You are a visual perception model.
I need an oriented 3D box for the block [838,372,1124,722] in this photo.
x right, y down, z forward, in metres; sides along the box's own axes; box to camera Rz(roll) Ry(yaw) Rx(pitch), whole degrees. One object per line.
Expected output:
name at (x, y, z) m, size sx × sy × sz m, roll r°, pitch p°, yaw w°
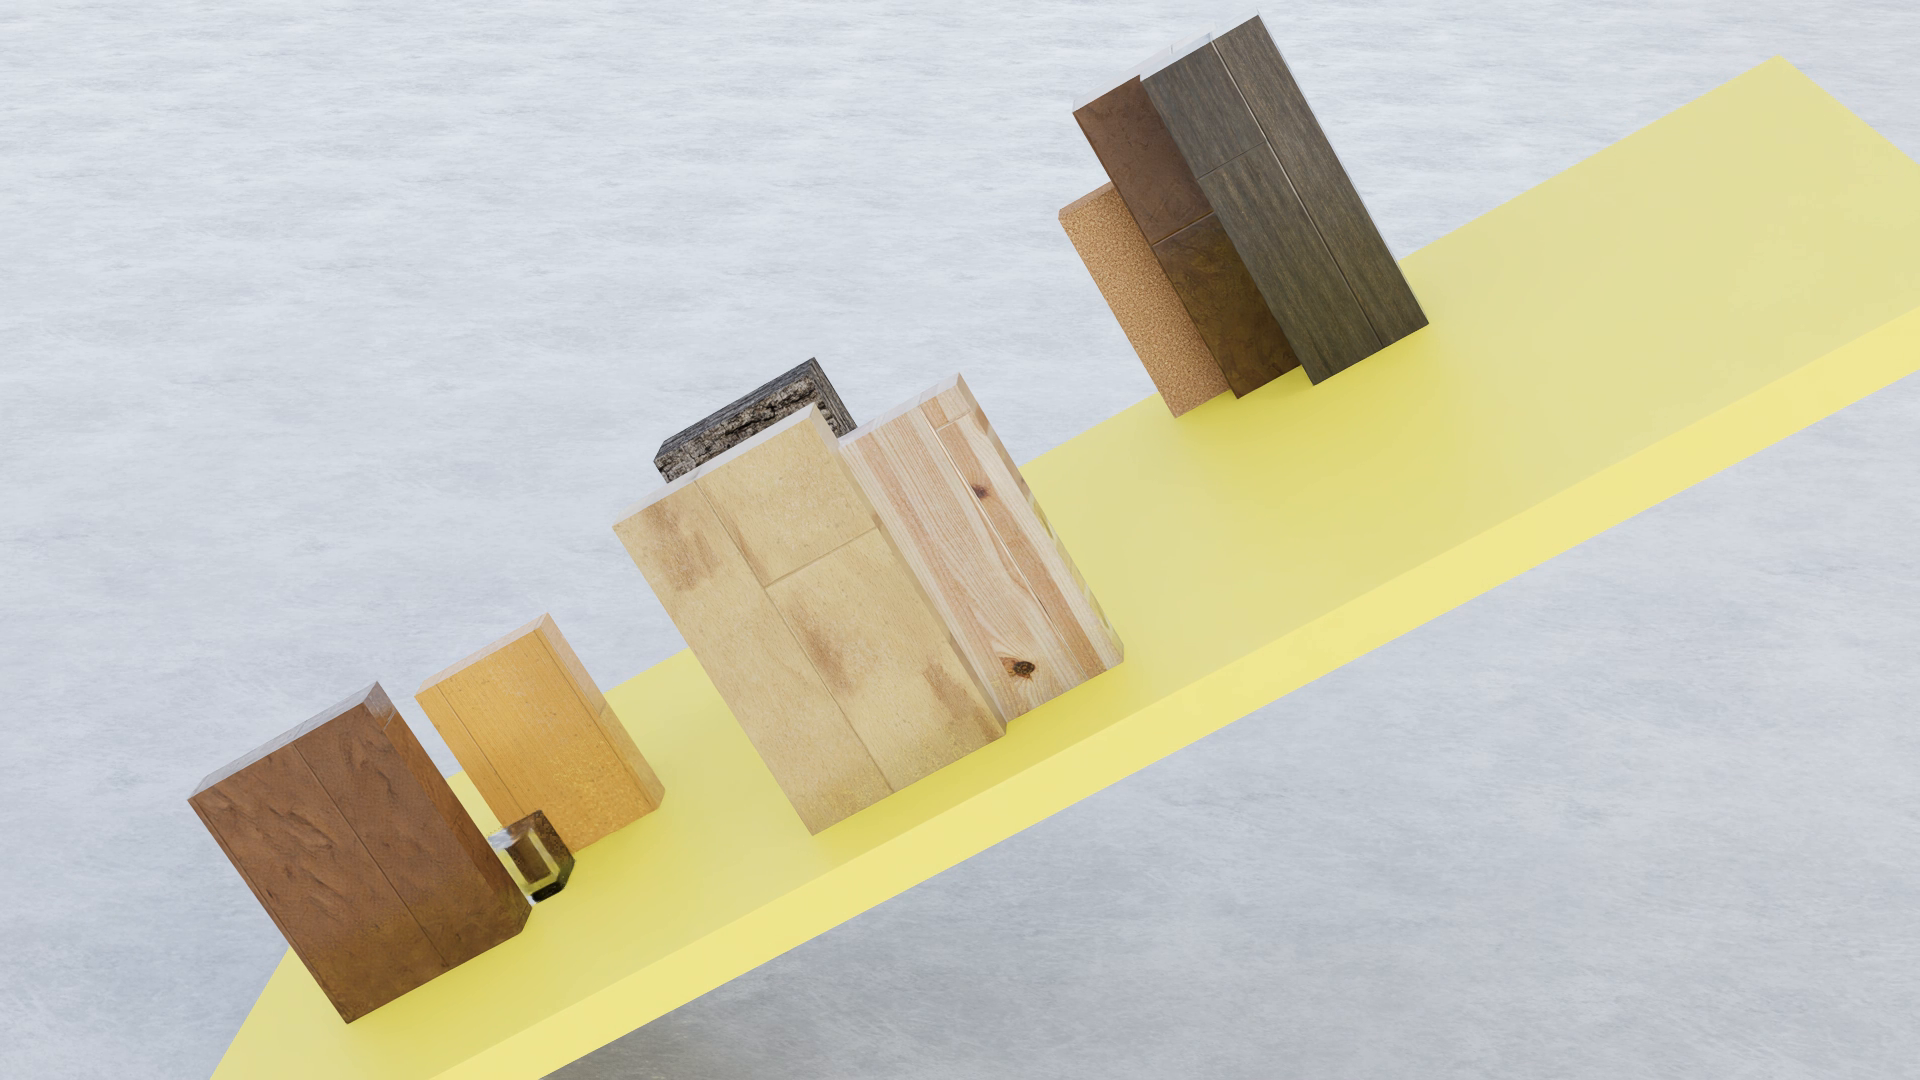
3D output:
block at (-0.006, 0.045, 5.545) m, size 0.372 × 0.623 × 0.089 m, roll -28°, pitch 15°, yaw 12°

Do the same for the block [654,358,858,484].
block at (-0.318, -0.014, 6.333) m, size 0.384 × 0.642 × 0.150 m, roll -28°, pitch 15°, yaw 12°

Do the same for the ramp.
ramp at (0.142, 0.168, 6.285) m, size 4.000 × 0.100 × 2.000 m, roll -28°, pitch 15°, yaw 12°

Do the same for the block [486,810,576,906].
block at (-0.925, 0.688, 6.251) m, size 0.140 × 0.140 × 0.140 m, roll -28°, pitch 15°, yaw 12°

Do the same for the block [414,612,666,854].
block at (-0.904, 0.441, 6.352) m, size 0.323 × 0.476 × 0.094 m, roll -28°, pitch 15°, yaw 12°

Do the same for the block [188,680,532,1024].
block at (-1.242, 0.654, 6.111) m, size 0.443 × 0.588 × 0.117 m, roll -28°, pitch 15°, yaw 12°

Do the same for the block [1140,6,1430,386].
block at (0.707, -0.744, 6.400) m, size 0.285 × 0.775 × 0.125 m, roll -28°, pitch 15°, yaw 12°

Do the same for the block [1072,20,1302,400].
block at (0.600, -0.741, 6.641) m, size 0.364 × 0.759 × 0.146 m, roll -28°, pitch 15°, yaw 12°

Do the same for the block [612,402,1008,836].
block at (-0.277, 0.155, 5.541) m, size 0.429 × 0.716 × 0.102 m, roll -28°, pitch 15°, yaw 12°

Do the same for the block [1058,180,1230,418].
block at (0.496, -0.594, 6.792) m, size 0.306 × 0.545 × 0.100 m, roll -28°, pitch 15°, yaw 12°
